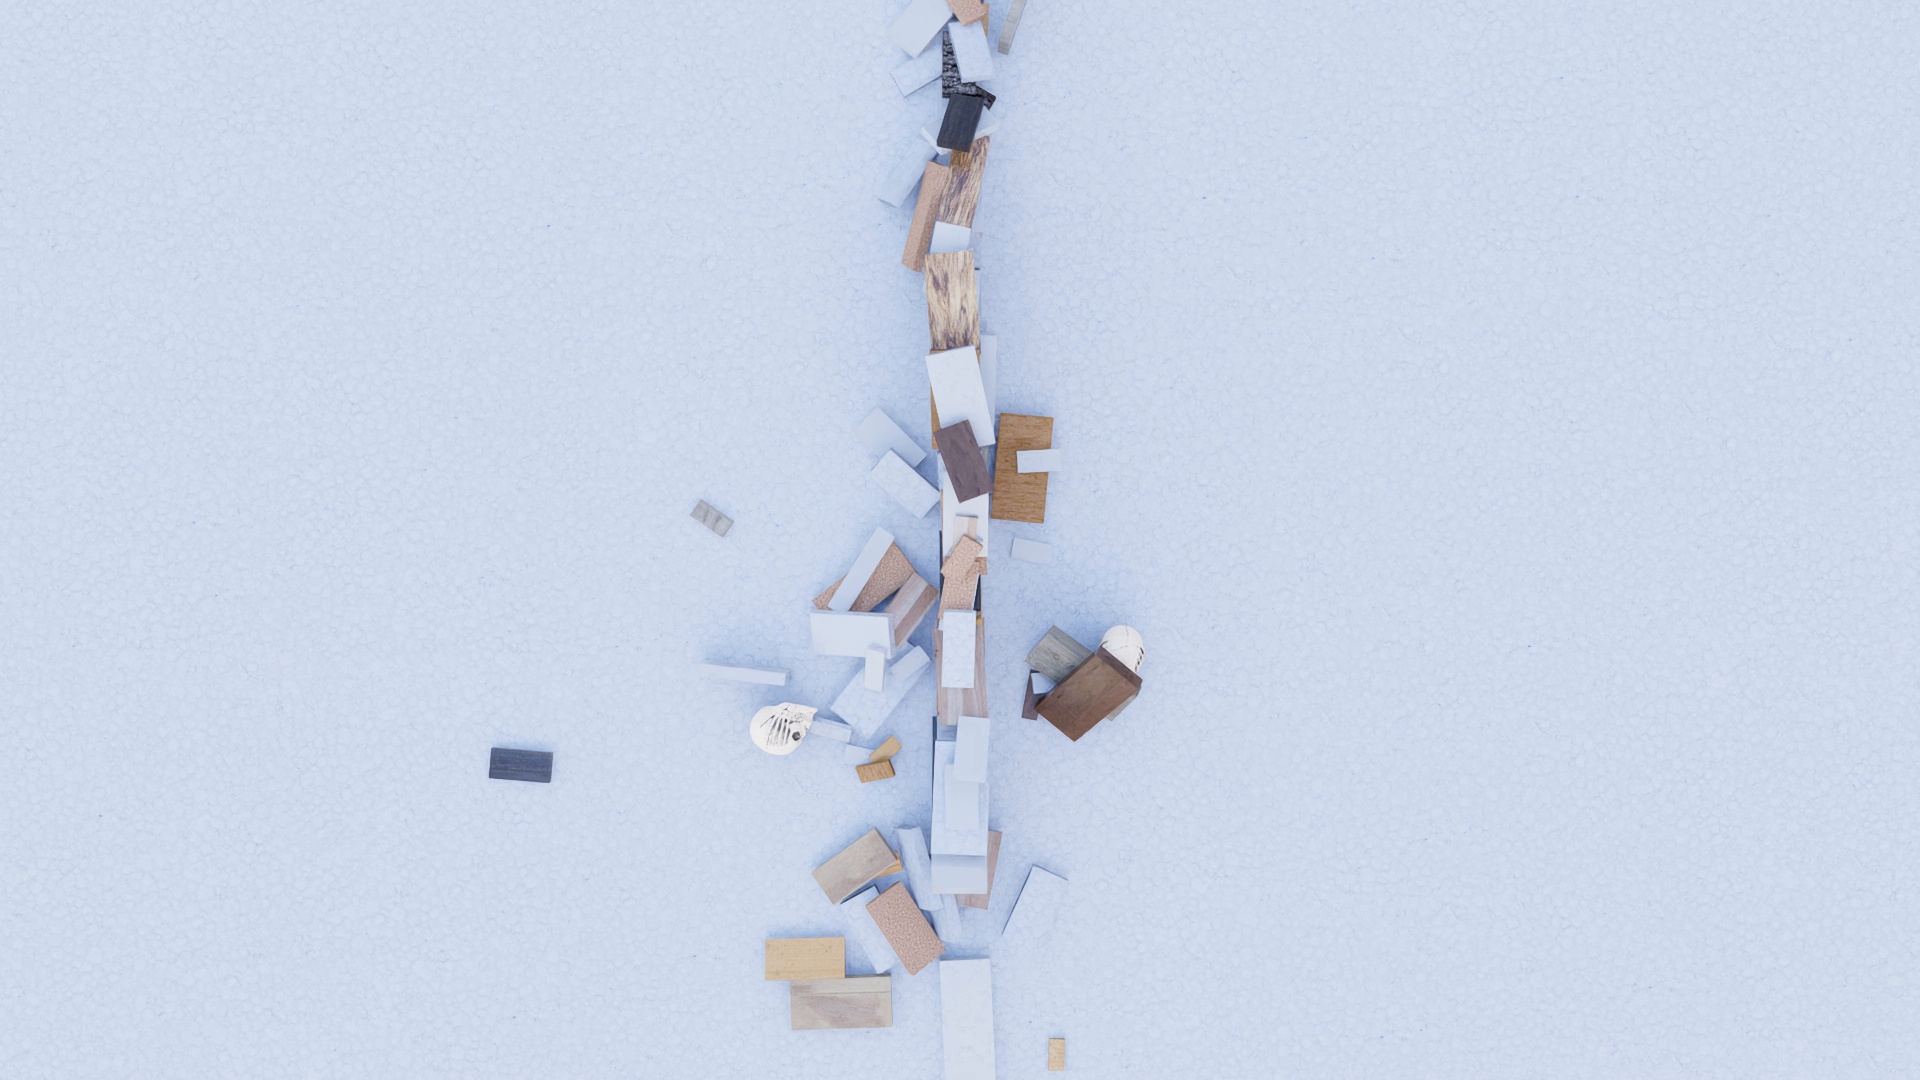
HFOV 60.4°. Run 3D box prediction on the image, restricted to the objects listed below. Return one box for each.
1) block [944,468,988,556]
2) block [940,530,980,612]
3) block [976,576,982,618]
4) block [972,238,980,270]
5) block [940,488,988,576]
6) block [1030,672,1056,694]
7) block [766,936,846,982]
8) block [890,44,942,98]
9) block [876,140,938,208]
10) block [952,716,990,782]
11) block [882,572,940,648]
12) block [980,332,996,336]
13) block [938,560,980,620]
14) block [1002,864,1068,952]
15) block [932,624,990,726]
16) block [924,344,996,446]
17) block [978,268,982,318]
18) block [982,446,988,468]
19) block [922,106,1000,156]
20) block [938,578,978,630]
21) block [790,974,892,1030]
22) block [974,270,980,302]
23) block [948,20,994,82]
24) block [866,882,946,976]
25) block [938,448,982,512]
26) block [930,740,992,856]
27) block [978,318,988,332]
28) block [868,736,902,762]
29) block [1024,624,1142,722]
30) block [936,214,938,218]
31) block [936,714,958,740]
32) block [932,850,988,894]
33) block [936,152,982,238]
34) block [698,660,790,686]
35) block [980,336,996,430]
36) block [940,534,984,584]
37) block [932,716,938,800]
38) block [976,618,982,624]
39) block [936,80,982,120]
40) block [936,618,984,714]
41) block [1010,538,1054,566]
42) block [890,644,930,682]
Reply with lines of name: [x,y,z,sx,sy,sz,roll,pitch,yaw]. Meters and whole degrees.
block: [0.018,-0.087,5.218,0.141,0.040,0.283,0,110,0]
block: [0.000,0.100,5.371,0.132,0.037,0.264,-1,76,0]
block: [0.004,0.128,5.439,0.132,0.037,0.264,0,71,0]
block: [0.001,-1.007,5.406,0.130,0.037,0.261,2,75,0]
block: [0.013,-0.025,5.283,0.141,0.040,0.283,-2,110,1]
block: [0.306,0.470,5.473,0.134,0.019,0.067,-5,80,-10]
block: [-0.512,1.387,5.459,0.262,0.037,0.131,-2,69,0]
block: [-0.128,-1.559,5.487,0.187,0.027,0.094,-30,90,0]
block: [-0.173,-1.209,5.442,0.034,0.118,0.237,34,90,-34]
block: [0.037,0.666,5.260,0.103,0.029,0.205,5,63,1]
block: [-0.176,0.231,5.437,0.115,0.033,0.230,37,83,-9]
block: [0.024,-0.462,5.358,0.155,0.044,0.432,3,103,-1]
block: [-0.004,0.158,5.269,0.100,0.028,0.201,10,97,-1]
block: [0.250,1.222,5.482,0.128,0.036,0.257,24,90,0]
block: [0.004,0.437,5.348,0.158,0.045,0.316,-5,88,0]
block: [0.002,-0.441,5.168,0.157,0.044,0.313,-12,103,3]
block: [0.003,-0.764,5.435,0.131,0.037,0.261,0,101,0]
block: [0.015,-0.268,5.330,0.155,0.044,0.311,1,93,0]
block: [0.002,-1.339,5.358,0.226,0.032,0.113,-29,64,-20]
block: [-0.005,0.197,5.303,0.100,0.028,0.201,9,97,-1]
block: [-0.394,1.533,5.476,0.333,0.047,0.167,-2,90,0]
block: [0.015,-0.783,5.367,0.094,0.027,0.188,3,90,0]
block: [0.037,-1.608,5.423,0.109,0.031,0.219,-10,69,-8]
block: [-0.180,1.282,5.452,0.138,0.039,0.275,-34,92,-22]
block: [0.007,-0.151,5.280,0.141,0.040,0.283,-3,110,1]
block: [0.003,0.827,5.300,0.179,0.051,0.357,2,86,0]
block: [0.028,-0.630,5.362,0.094,0.027,0.188,9,110,-3]
block: [-0.247,0.703,5.477,0.105,0.015,0.053,-43,104,-10]
block: [0.401,0.437,5.393,0.352,0.176,0.050,35,48,-1]
block: [-0.003,-1.084,5.479,0.145,0.041,0.291,1,90,0]
block: [0.004,0.633,5.408,0.158,0.045,0.316,-1,68,0]
block: [-0.003,0.972,5.376,0.179,0.051,0.357,1,58,-2]
block: [-0.002,-1.133,5.400,0.145,0.041,0.291,-1,75,0]
block: [-0.709,0.437,5.429,0.283,0.141,0.040,7,90,0]
block: [0.034,-0.498,5.275,0.155,0.044,0.310,2,93,0]
block: [0.006,0.059,5.216,0.072,0.020,0.143,31,106,-10]
block: [-0.002,0.757,5.410,0.179,0.051,0.357,0,68,0]
block: [0.006,0.291,5.427,0.132,0.037,0.264,0,73,0]
block: [-0.005,-1.376,5.479,0.145,0.041,0.291,1,90,0]
block: [0.002,0.414,5.433,0.158,0.045,0.316,0,73,0]
block: [0.239,0.037,5.491,0.132,0.019,0.066,12,90,0]
block: [-0.165,0.408,5.444,0.123,0.017,0.062,-38,90,0]
